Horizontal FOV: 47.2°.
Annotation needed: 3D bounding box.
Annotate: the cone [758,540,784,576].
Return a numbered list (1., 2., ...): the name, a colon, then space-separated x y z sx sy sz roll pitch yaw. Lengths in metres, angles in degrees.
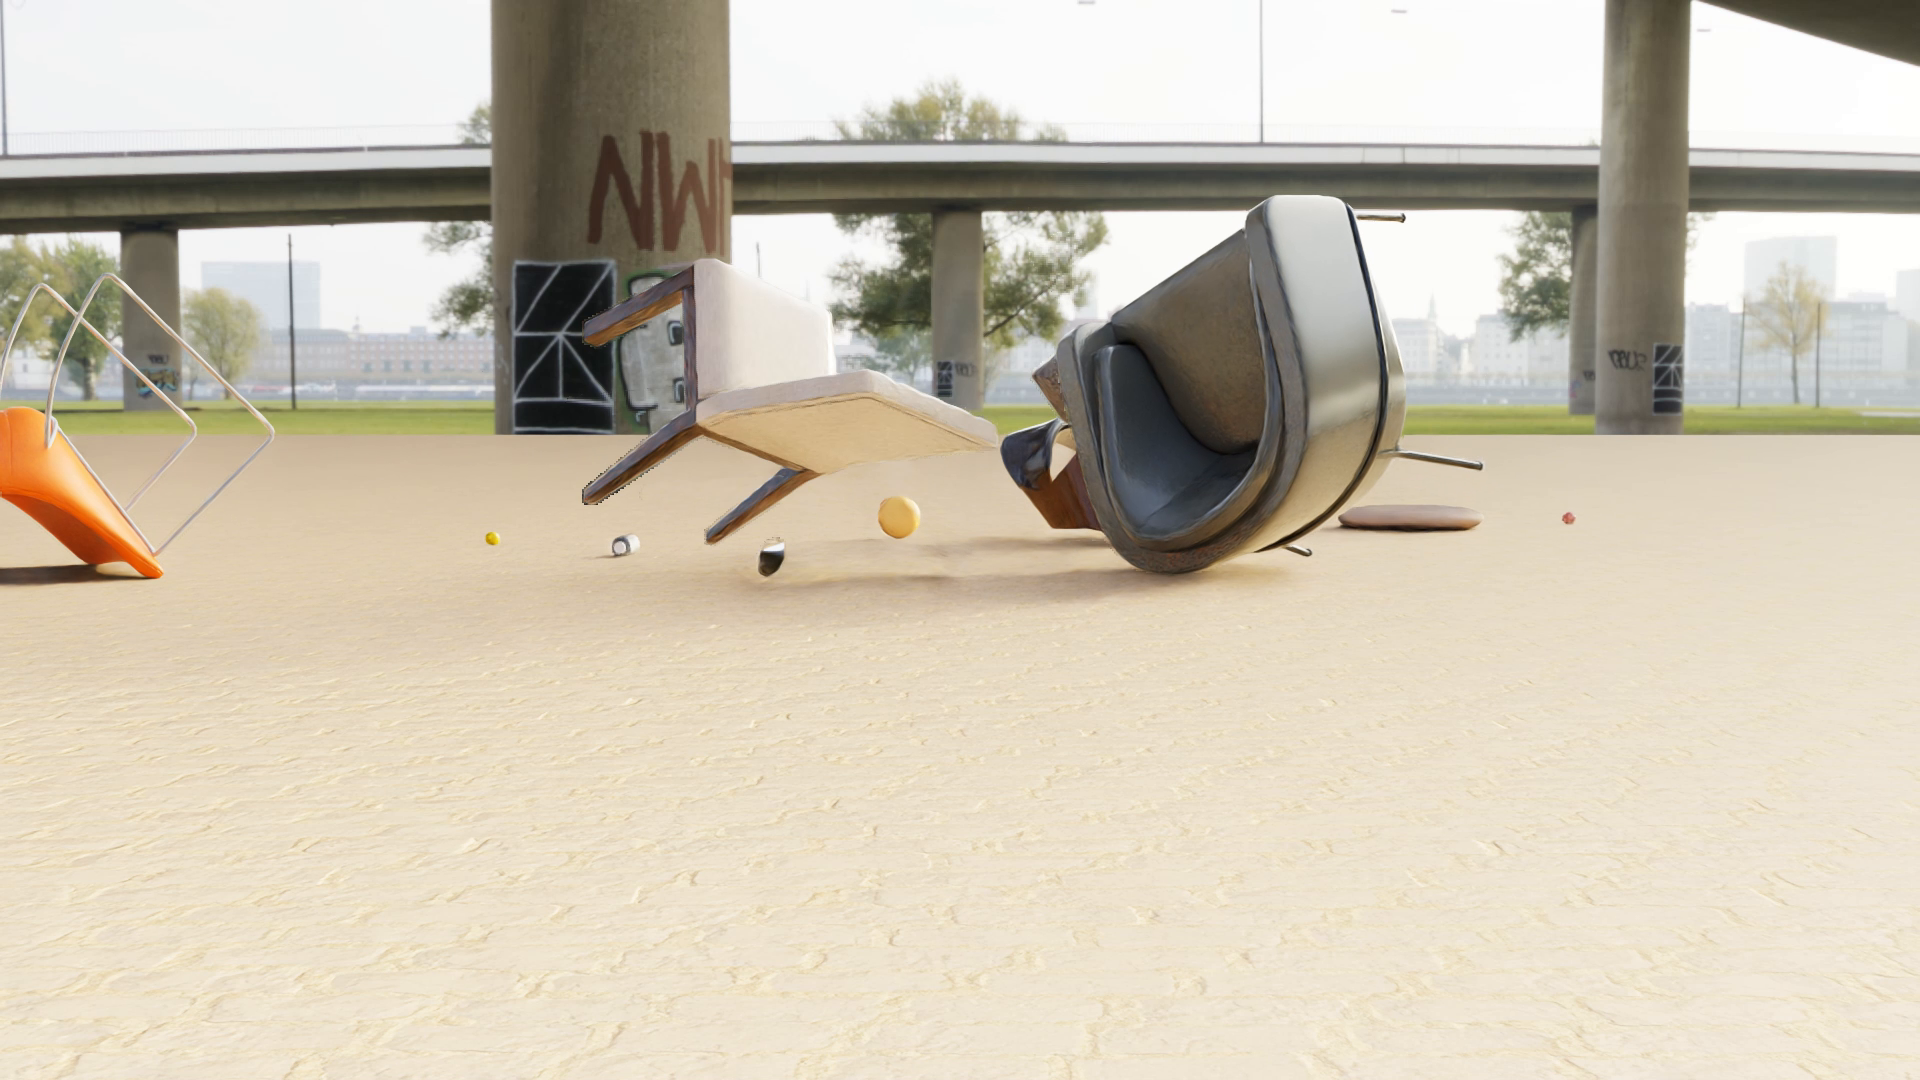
1. cone: -0.455 0.033 5.156 0.082 0.096 0.040 -13 -32 32

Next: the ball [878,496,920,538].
1. ball: -0.182 -0.069 6.608 0.129 0.129 0.129 0 4 0

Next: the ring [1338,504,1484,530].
1. ring: 1.458 -0.072 7.127 0.466 0.066 0.436 1 5 13

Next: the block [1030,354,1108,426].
1. block: 0.307 -0.424 6.197 0.101 0.168 0.166 -38 15 -6
